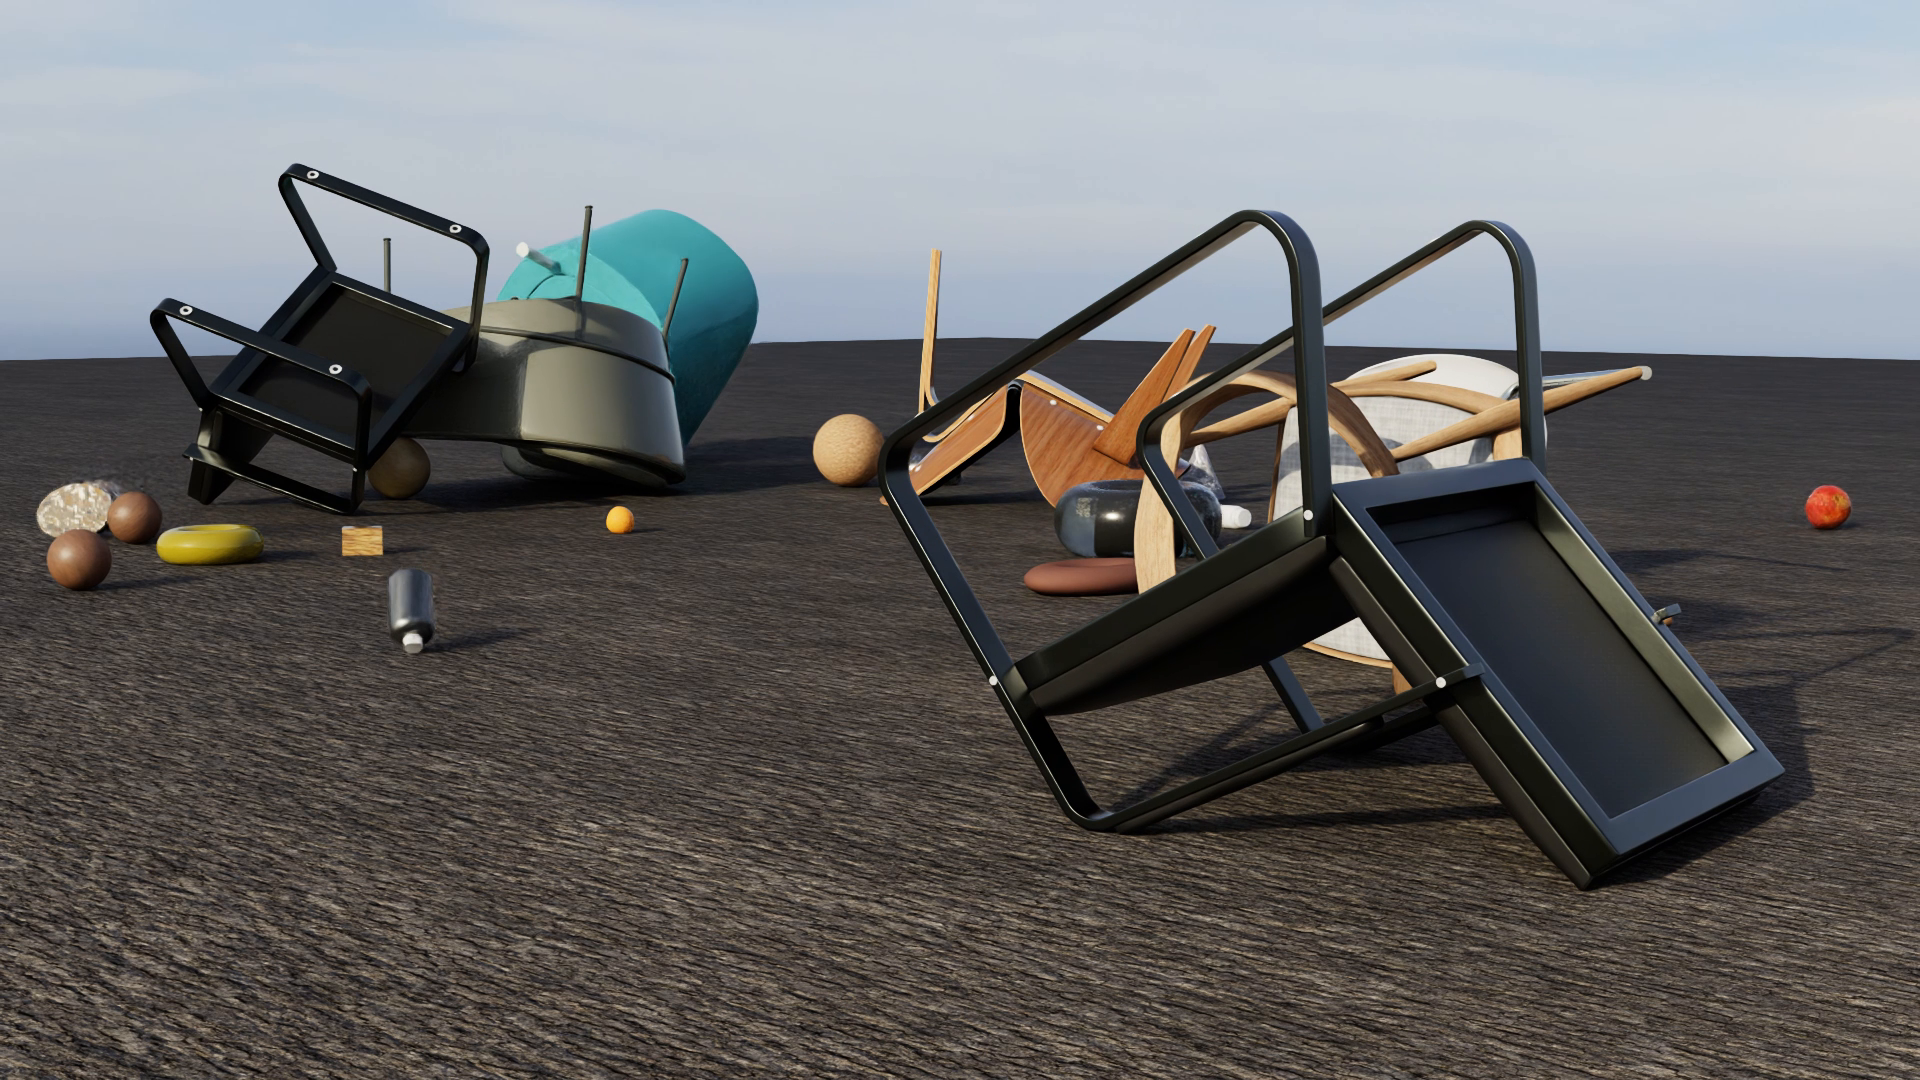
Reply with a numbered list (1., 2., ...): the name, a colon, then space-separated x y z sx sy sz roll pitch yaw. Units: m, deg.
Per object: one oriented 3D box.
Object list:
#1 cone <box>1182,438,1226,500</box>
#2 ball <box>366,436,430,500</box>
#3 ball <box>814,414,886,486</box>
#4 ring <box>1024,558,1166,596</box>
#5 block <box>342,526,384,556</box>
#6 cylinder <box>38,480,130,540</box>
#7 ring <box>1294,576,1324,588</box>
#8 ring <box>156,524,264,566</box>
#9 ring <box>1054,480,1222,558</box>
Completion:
1. cone: 0.712 -0.217 7.618 0.157 0.185 0.133 -1 6 -10
2. ball: -1.657 -0.214 7.571 0.188 0.188 0.188 0 6 0
3. ball: -0.345 -0.280 8.016 0.228 0.228 0.228 0 6 0
4. ring: 0.285 0.076 5.390 0.370 0.059 0.217 -5 7 -44
5. block: -1.418 0.001 6.092 0.092 0.063 0.064 -1 6 -12
6. cylinder: -2.208 -0.076 6.466 0.201 0.135 0.105 -14 4 8
7. ring: 0.744 0.088 5.460 0.061 0.021 0.068 -3 7 -18
8. ring: -1.731 0.011 5.927 0.242 0.080 0.240 3 8 36
9. ring: 0.424 -0.050 6.112 0.402 0.165 0.387 -2 7 -10
